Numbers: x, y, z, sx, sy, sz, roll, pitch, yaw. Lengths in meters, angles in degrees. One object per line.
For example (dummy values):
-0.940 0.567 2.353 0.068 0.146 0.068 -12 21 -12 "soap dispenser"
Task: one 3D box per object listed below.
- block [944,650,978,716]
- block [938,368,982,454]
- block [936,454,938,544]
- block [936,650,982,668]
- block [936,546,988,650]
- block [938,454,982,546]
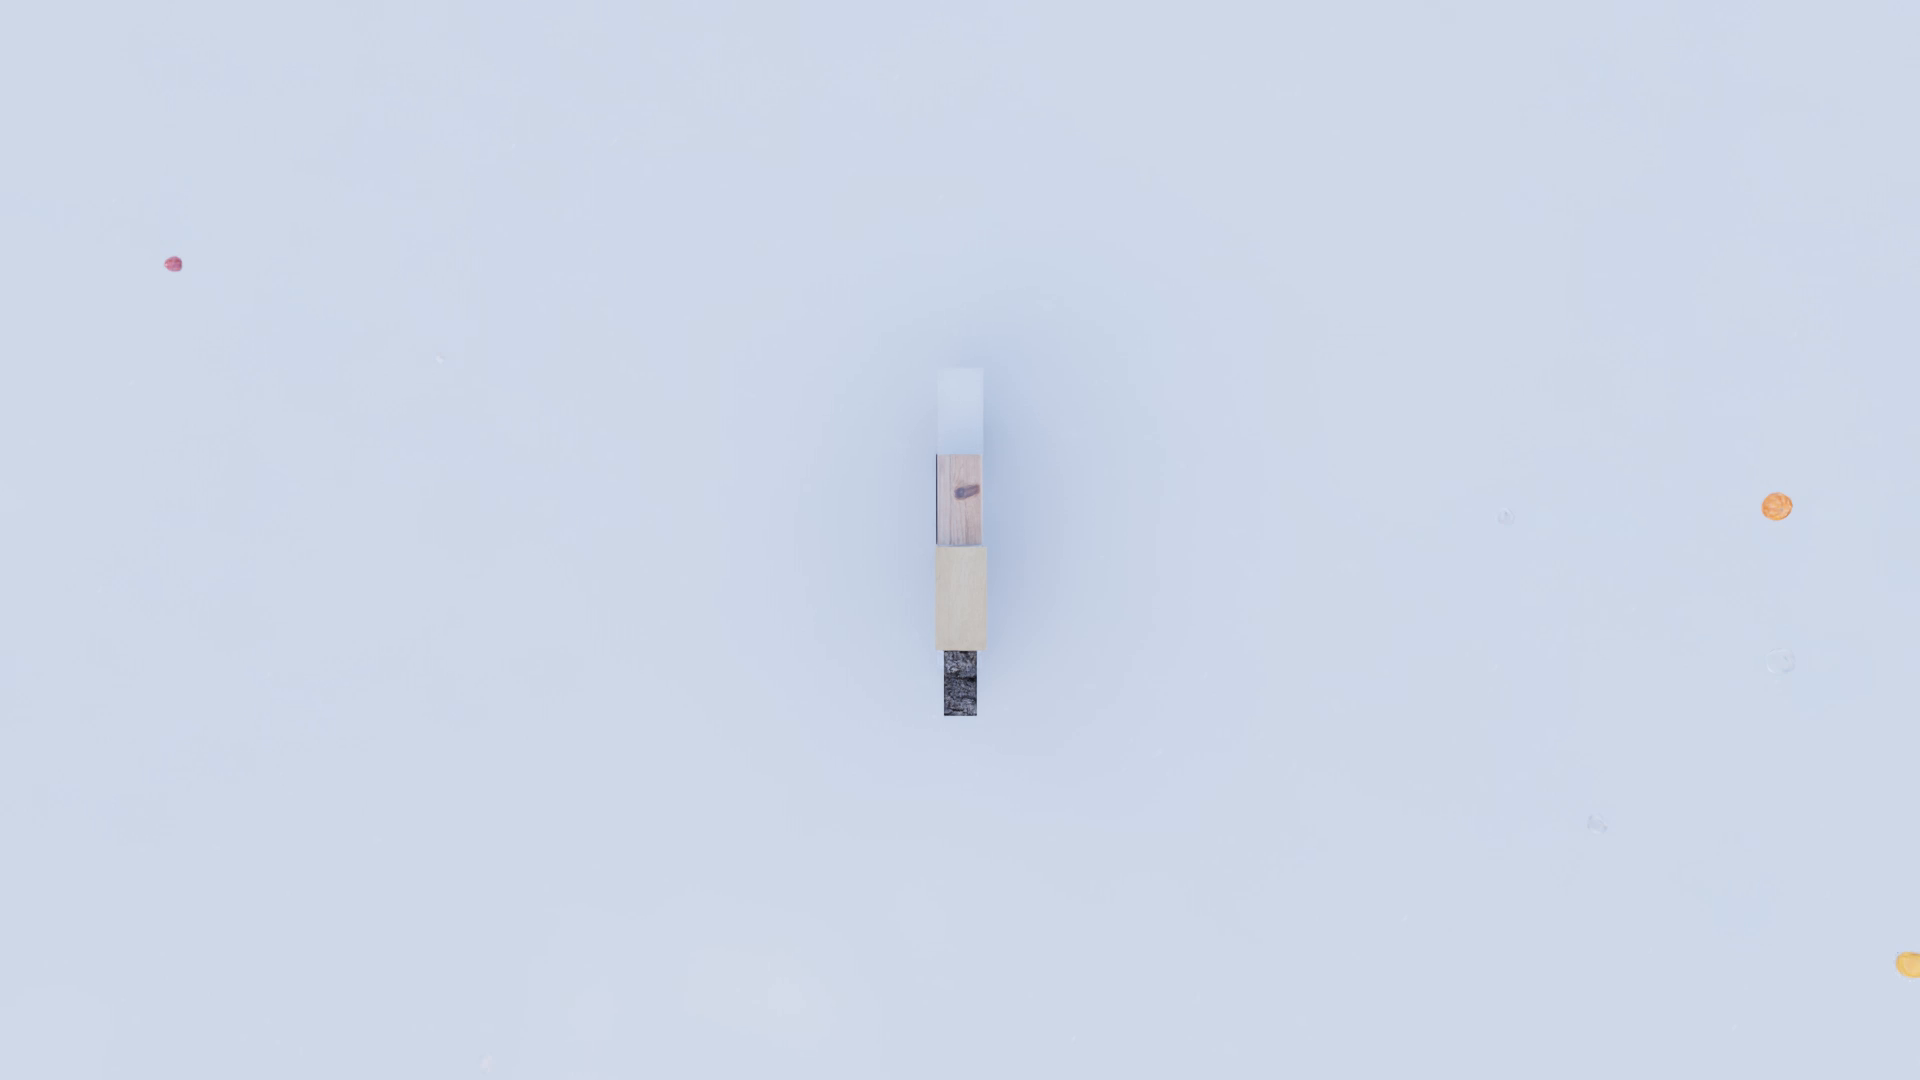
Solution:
0.001 0.429 4.965 0.100 0.028 0.200 0 90 0 "block"
0.002 -0.393 5.064 0.135 0.038 0.271 0 90 0 "block"
-0.004 -0.129 5.196 0.142 0.040 0.284 0 90 0 "block"
-0.003 0.263 5.199 0.140 0.040 0.281 0 90 0 "block"
0.003 0.172 4.854 0.152 0.043 0.304 0 90 0 "block"
0.000 -0.119 4.890 0.134 0.038 0.267 0 90 0 "block"
